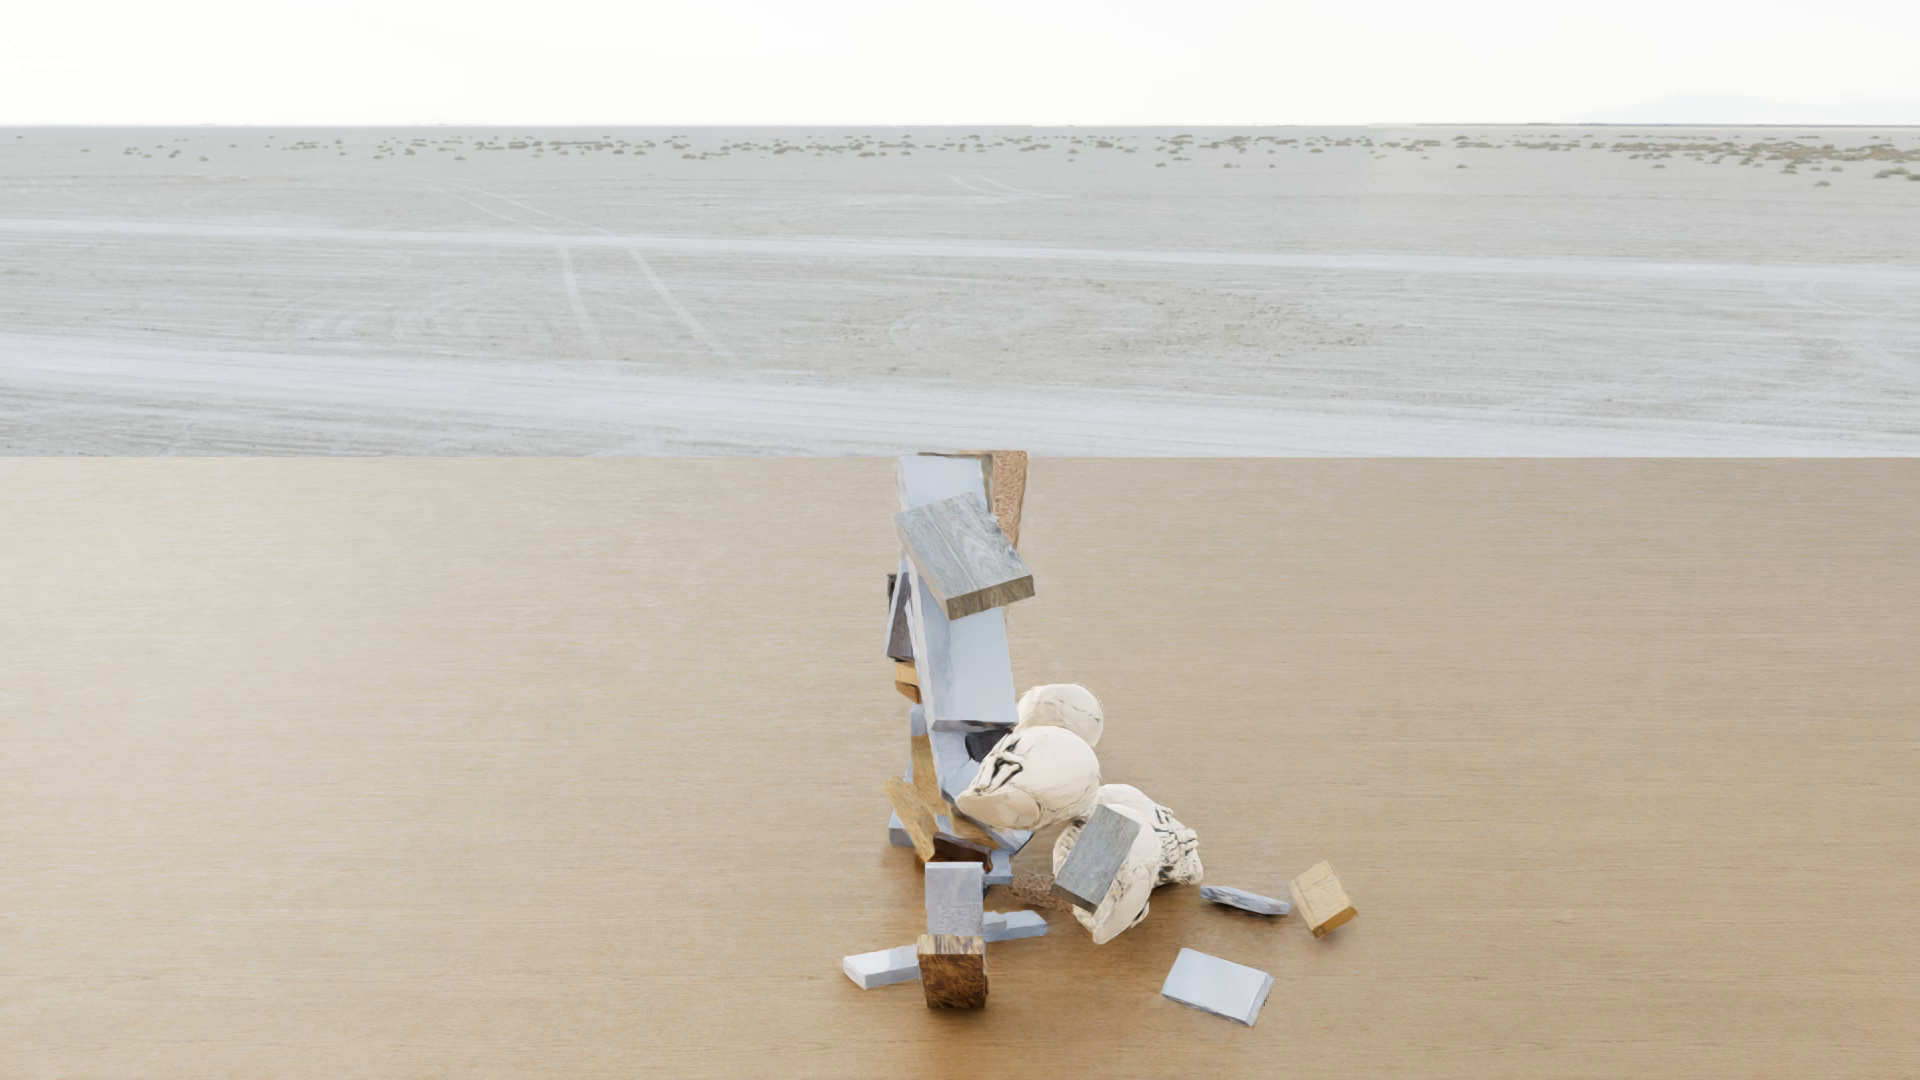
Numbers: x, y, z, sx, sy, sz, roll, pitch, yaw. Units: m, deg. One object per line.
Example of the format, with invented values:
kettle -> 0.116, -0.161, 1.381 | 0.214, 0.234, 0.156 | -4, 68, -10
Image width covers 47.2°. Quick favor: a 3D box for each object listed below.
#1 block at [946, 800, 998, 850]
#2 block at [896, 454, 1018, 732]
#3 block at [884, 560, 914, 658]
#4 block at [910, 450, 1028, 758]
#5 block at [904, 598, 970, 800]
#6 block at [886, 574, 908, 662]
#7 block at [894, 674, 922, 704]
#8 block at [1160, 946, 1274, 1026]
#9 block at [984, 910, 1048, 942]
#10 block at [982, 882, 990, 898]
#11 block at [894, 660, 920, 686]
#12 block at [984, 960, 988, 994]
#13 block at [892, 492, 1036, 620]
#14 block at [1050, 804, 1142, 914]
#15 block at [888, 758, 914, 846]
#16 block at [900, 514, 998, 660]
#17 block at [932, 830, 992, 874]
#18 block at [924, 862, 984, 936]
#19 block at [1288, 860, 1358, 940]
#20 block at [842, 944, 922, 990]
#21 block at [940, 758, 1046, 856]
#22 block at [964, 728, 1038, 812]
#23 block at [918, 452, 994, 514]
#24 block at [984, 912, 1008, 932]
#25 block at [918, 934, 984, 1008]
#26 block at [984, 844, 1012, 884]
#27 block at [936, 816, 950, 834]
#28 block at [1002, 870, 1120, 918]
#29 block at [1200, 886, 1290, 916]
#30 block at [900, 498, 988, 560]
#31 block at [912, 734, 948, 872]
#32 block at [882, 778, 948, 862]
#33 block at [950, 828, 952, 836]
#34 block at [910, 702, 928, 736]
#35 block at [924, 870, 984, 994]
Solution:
block -> 0.020, 0.471, 3.716 | 0.073, 0.021, 0.146 | 4, 28, -10
block -> -0.008, 0.089, 3.914 | 0.151, 0.543, 0.043 | 3, -33, -18
block -> -0.070, 0.128, 4.037 | 0.109, 0.219, 0.031 | 0, 43, -13
block -> 0.019, 0.162, 4.332 | 0.141, 0.040, 0.858 | 1, 52, 10
block -> -0.010, 0.273, 3.852 | 0.109, 0.031, 0.396 | 0, 53, -17
block -> -0.081, 0.157, 4.251 | 0.102, 0.029, 0.203 | -2, 54, -7
block -> -0.052, 0.269, 4.085 | 0.102, 0.029, 0.203 | -8, 5, -12
block -> 0.366, 0.636, 3.136 | 0.150, 0.075, 0.021 | 9, -28, 43
block -> 0.066, 0.614, 3.489 | 0.131, 0.019, 0.066 | -4, 11, -19
block -> 0.027, 0.550, 3.365 | 0.013, 0.047, 0.094 | 23, -2, 9
block -> -0.036, 0.240, 4.017 | 0.109, 0.031, 0.219 | -8, 4, -17
block -> -0.002, 0.626, 3.146 | 0.082, 0.023, 0.164 | 0, -20, 2
block -> 0.004, 0.024, 3.735 | 0.151, 0.043, 0.301 | -16, 33, -11
block -> 0.208, 0.482, 3.339 | 0.075, 0.021, 0.193 | 26, 40, 10
block -> -0.022, 0.443, 4.004 | 0.151, 0.043, 0.301 | 3, 35, 12
block -> -0.028, 0.088, 4.117 | 0.151, 0.301, 0.043 | 10, 20, 1
block -> 0.004, 0.485, 3.411 | 0.094, 0.047, 0.013 | 15, 43, 24
block -> -0.007, 0.551, 3.199 | 0.082, 0.164, 0.023 | -1, 10, 3
block -> 0.577, 0.572, 3.508 | 0.075, 0.021, 0.150 | -33, 20, 6
block -> -0.090, 0.642, 3.326 | 0.158, 0.022, 0.079 | -5, 12, -27
block -> 0.054, 0.446, 3.673 | 0.163, 0.023, 0.081 | 39, 54, 12
block -> 0.068, 0.400, 3.742 | 0.081, 0.023, 0.163 | -4, 55, -20
block -> -0.012, -0.024, 4.217 | 0.141, 0.282, 0.040 | 2, 1, 10
block -> 0.023, 0.603, 3.457 | 0.094, 0.013, 0.047 | -4, 11, -25
block -> -0.009, 0.586, 2.966 | 0.082, 0.023, 0.485 | 0, -20, 1
block -> 0.045, 0.523, 3.686 | 0.066, 0.019, 0.131 | 4, 35, -11
block -> -0.002, 0.528, 3.741 | 0.073, 0.021, 0.146 | 2, 38, -6
block -> 0.166, 0.585, 3.634 | 0.179, 0.023, 0.081 | 8, 13, 37
block -> 0.465, 0.588, 3.588 | 0.131, 0.019, 0.066 | 9, -1, 39
block -> -0.042, 0.045, 4.147 | 0.141, 0.282, 0.040 | 11, 20, 1
block -> -0.007, 0.461, 3.887 | 0.151, 0.043, 0.301 | 0, 37, -2
block -> -0.067, 0.467, 3.628 | 0.157, 0.022, 0.079 | 58, 14, 29
block -> 0.012, 0.535, 3.698 | 0.073, 0.021, 0.146 | 12, 37, 0
block -> -0.006, 0.304, 4.039 | 0.151, 0.043, 0.301 | -7, 5, 3
block -> -0.009, 0.574, 3.227 | 0.079, 0.188, 0.022 | 3, 11, 3
